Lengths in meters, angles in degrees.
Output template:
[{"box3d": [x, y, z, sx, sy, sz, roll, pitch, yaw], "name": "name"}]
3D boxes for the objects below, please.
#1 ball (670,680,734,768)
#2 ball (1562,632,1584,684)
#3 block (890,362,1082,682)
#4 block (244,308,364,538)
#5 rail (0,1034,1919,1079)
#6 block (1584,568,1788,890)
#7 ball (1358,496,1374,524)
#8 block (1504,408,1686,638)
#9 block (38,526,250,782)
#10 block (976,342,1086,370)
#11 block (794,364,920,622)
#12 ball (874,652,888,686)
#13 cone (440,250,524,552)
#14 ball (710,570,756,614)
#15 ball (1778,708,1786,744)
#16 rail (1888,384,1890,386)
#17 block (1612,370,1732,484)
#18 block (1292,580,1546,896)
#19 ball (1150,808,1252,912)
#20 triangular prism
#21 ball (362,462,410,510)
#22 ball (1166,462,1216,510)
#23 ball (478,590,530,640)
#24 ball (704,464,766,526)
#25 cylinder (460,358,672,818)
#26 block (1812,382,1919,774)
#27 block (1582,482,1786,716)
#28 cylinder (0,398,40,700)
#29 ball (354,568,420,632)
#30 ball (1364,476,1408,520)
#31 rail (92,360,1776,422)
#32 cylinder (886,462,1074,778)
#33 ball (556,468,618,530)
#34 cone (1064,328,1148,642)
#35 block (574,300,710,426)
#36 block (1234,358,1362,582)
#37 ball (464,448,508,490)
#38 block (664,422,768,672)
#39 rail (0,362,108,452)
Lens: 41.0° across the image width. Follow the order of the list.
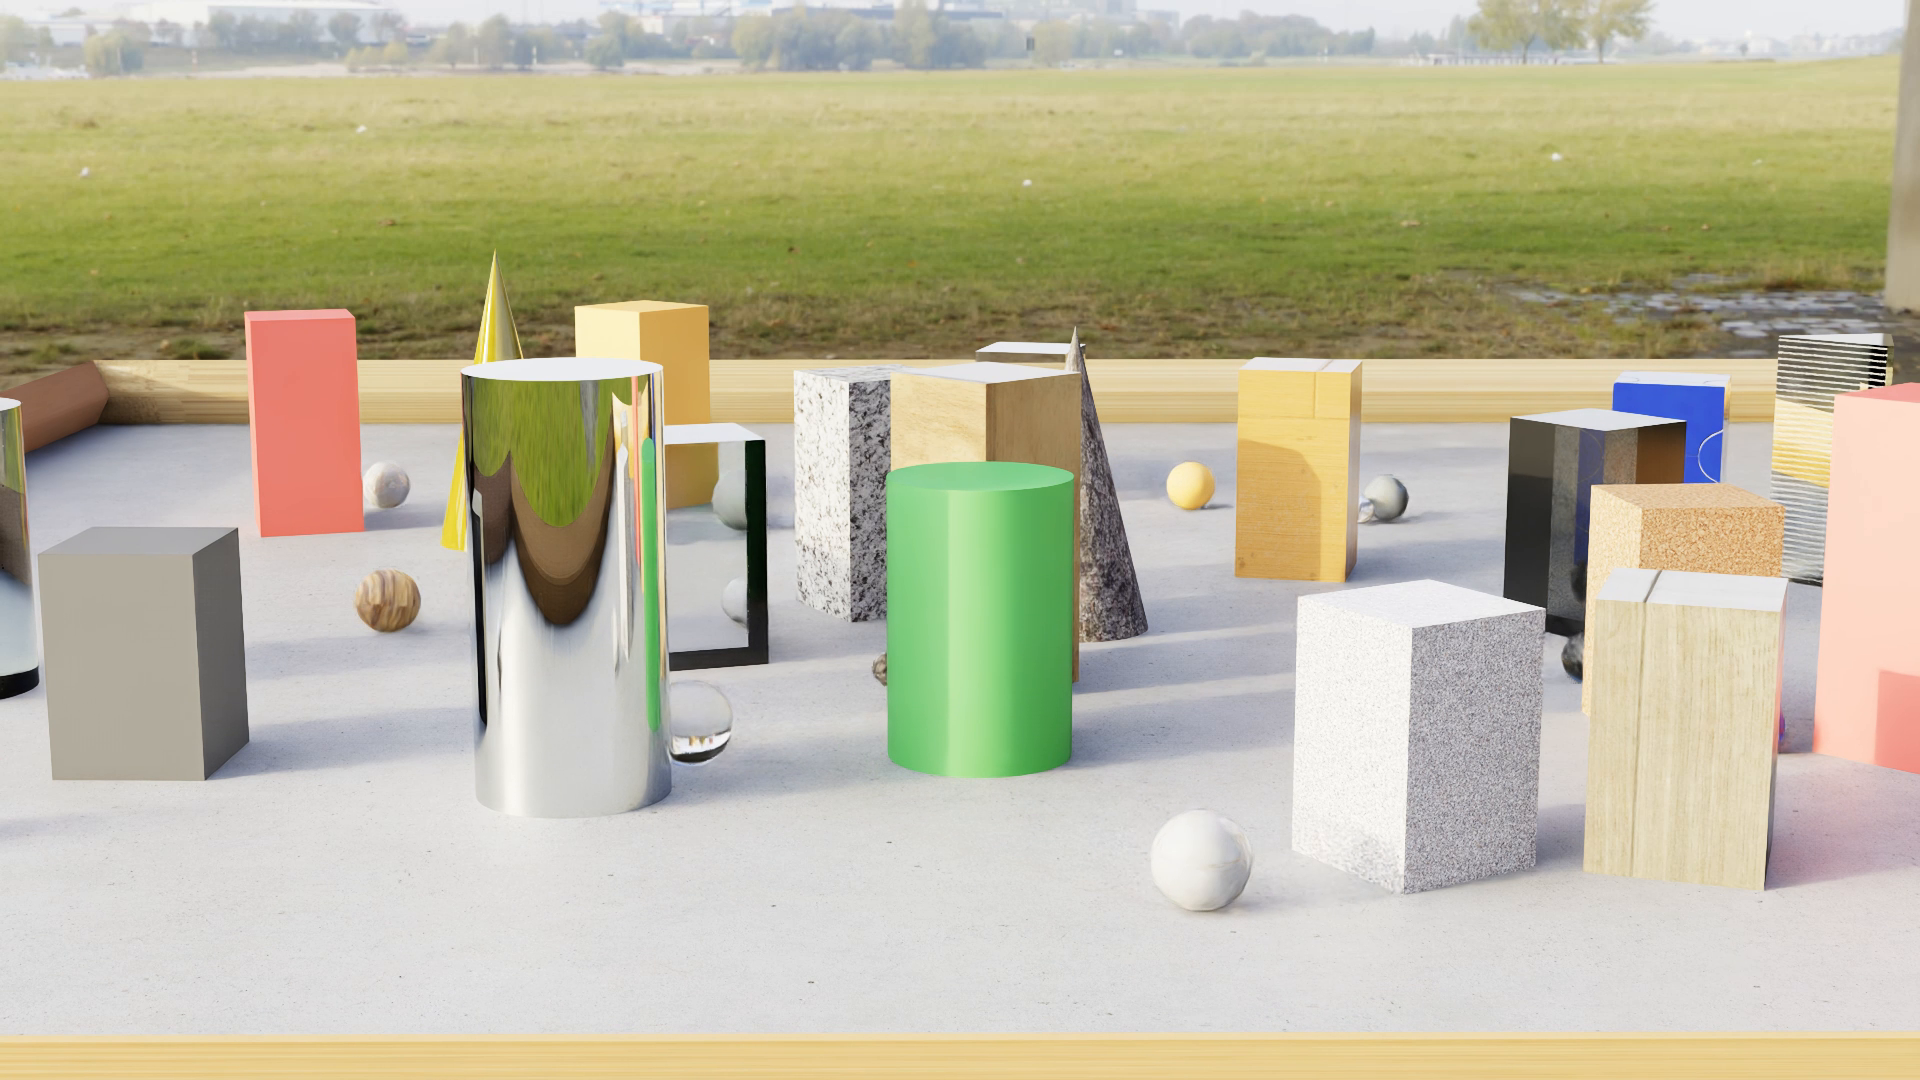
[{"box3d": [-0.284, 0.192, 2.693, 0.092, 0.092, 0.092, 0, 10, 0], "name": "ball"}, {"box3d": [0.748, 0.140, 3.052, 0.064, 0.064, 0.064, 0, 10, 0], "name": "ball"}, {"box3d": [0.031, -0.014, 3.039, 0.158, 0.372, 0.158, -10, 14, -43], "name": "block"}, {"box3d": [-1.042, -0.189, 4.075, 0.158, 0.338, 0.158, -3, 11, -18], "name": "block"}, {"box3d": [0.011, 0.369, 1.637, 3.540, 0.128, 0.045, 0, 10, 0], "name": "rail"}, {"box3d": [0.671, 0.170, 2.369, 0.158, 0.255, 0.158, 4, 11, 20], "name": "block"}, {"box3d": [0.643, -0.049, 4.121, 0.046, 0.046, 0.046, 0, 10, 0], "name": "ball"}, {"box3d": [0.828, -0.023, 3.355, 0.158, 0.274, 0.158, -7, 13, -35], "name": "block"}, {"box3d": [-0.856, 0.117, 2.701, 0.158, 0.237, 0.158, 0, 10, 1], "name": "block"}, {"box3d": [0.124, -0.214, 4.473, 0.158, 0.243, 0.158, 3, 11, 15], "name": "block"}, {"box3d": [-0.117, -0.067, 3.472, 0.158, 0.319, 0.158, -6, 12, -30], "name": "block"}, {"box3d": [-0.081, 0.154, 3.041, 0.042, 0.042, 0.042, 0, 10, 0], "name": "ball"}, {"box3d": [-0.706, -0.221, 3.937, 0.198, 0.452, 0.198, 0, 10, 0], "name": "cone"}, {"box3d": [-0.305, 0.070, 3.443, 0.060, 0.060, 0.060, 0, 10, 0], "name": "ball"}, {"box3d": [0.855, 0.198, 2.752, 0.060, 0.060, 0.060, 0, 10, 0], "name": "ball"}, {"box3d": [1.746, 0.031, 3.459, 0.045, 0.128, 3.733, 0, 10, 0], "name": "rail"}, {"box3d": [1.063, -0.110, 3.850, 0.158, 0.266, 0.158, 4, 11, 19], "name": "block"}, {"box3d": [0.421, 0.177, 2.365, 0.158, 0.243, 0.158, -6, 12, -31], "name": "block"}, {"box3d": [0.210, 0.279, 2.236, 0.089, 0.089, 0.089, 0, 10, 0], "name": "ball"}, {"box3d": [1.270, -0.114, 3.646, 0.148, 0.348, 0.171, -9, 14, -41], "name": "triangular prism"}, {"box3d": [-0.952, -0.091, 4.260, 0.079, 0.079, 0.079, 0, 10, 0], "name": "ball"}, {"box3d": [0.383, -0.090, 4.253, 0.080, 0.080, 0.080, 0, 10, 0], "name": "ball"}, {"box3d": [-0.584, 0.097, 3.286, 0.065, 0.065, 0.065, 0, 10, 0], "name": "ball"}, {"box3d": [-0.361, -0.073, 4.110, 0.099, 0.099, 0.099, 0, 10, 0], "name": "ball"}, {"box3d": [-0.392, 0.043, 2.569, 0.198, 0.431, 0.198, 0, 10, 0], "name": "cylinder"}, {"box3d": [1.028, 0.039, 2.716, 0.158, 0.386, 0.158, -9, 14, -41], "name": "block"}, {"box3d": [0.796, 0.080, 2.837, 0.158, 0.261, 0.158, -1, 11, -6], "name": "block"}, {"box3d": [-1.195, 0.010, 3.009, 0.198, 0.335, 0.198, 0, 10, 0], "name": "cylinder"}, {"box3d": [-0.743, 0.079, 3.332, 0.084, 0.084, 0.084, 0, 10, 0], "name": "ball"}, {"box3d": [0.689, -0.067, 4.153, 0.072, 0.072, 0.072, 0, 10, 0], "name": "ball"}, {"box3d": [-0.011, -0.302, 5.261, 3.540, 0.128, 0.045, 0, 10, 0], "name": "rail"}, {"box3d": [0.021, 0.080, 2.724, 0.198, 0.301, 0.198, 0, 10, 0], "name": "cylinder"}, {"box3d": [-0.593, -0.066, 4.072, 0.097, 0.097, 0.097, 0, 10, 0], "name": "ball"}, {"box3d": [0.149, -0.081, 3.337, 0.198, 0.396, 0.198, 0, 10, 0], "name": "cone"}, {"box3d": [-0.537, -0.235, 4.360, 0.158, 0.325, 0.158, 9, 14, 40], "name": "block"}, {"box3d": [0.492, -0.105, 3.725, 0.158, 0.301, 0.158, 3, 11, 14], "name": "block"}, {"box3d": [-0.824, -0.125, 4.460, 0.073, 0.073, 0.073, 0, 10, 0], "name": "ball"}, {"box3d": [-0.336, 0.007, 3.183, 0.158, 0.279, 0.158, -4, 11, -19], "name": "block"}, {"box3d": [-1.746, 0.035, 3.439, 0.045, 0.128, 3.733, 0, 10, 0], "name": "rail"}]
